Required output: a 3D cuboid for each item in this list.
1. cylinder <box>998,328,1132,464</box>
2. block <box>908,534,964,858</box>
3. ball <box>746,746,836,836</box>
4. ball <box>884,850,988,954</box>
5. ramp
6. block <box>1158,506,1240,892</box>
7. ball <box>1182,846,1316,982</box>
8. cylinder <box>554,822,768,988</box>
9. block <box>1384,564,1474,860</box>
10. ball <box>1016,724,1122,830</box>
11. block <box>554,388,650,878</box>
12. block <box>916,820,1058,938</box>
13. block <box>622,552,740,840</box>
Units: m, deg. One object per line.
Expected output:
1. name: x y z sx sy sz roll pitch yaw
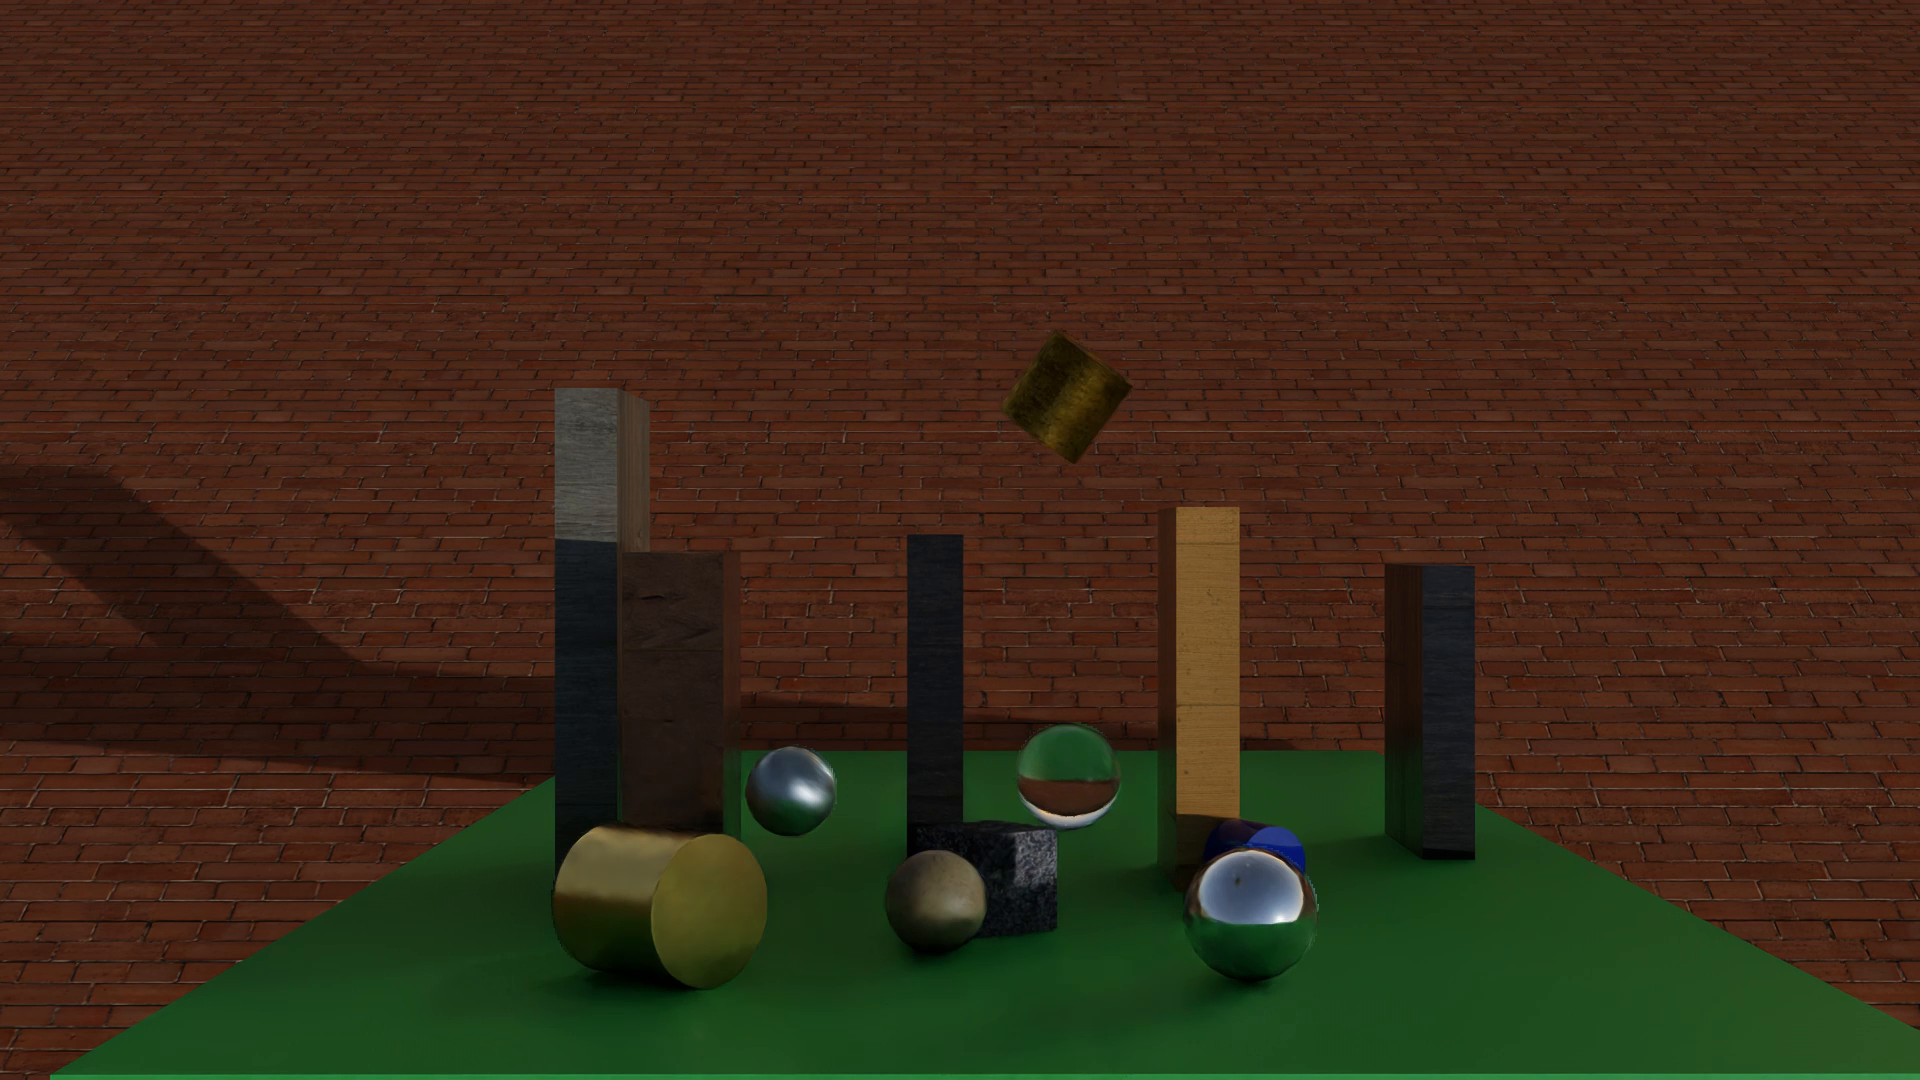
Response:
1. cylinder: 0.120 -0.163 2.929 0.109 0.109 0.109 36 8 -6
2. block: -0.041 0.268 4.471 0.092 0.554 0.427 0 0 0
3. ball: -0.216 0.320 3.293 0.114 0.114 0.114 0 30 0
4. ball: -0.031 0.478 3.426 0.136 0.136 0.136 0 30 0
5. ramp: 0.067 0.594 4.650 2.000 0.100 4.000 0 0 0
6. block: 0.384 0.247 4.190 0.098 0.596 0.371 0 0 0
7. ball: 0.359 0.464 3.206 0.165 0.165 0.165 0 30 0
8. cylinder: -0.372 0.452 3.218 0.189 0.189 0.189 0 23 43
9. block: 0.832 0.294 4.601 0.089 0.500 0.389 0 0 0
10. ball: 0.203 0.445 4.857 0.198 0.198 0.198 0 30 0
11. block: -0.584 0.154 4.250 0.097 0.783 0.429 0 0 0
12. block: 0.038 0.475 3.641 0.141 0.141 0.141 0 0 -39
13. block: -0.412 0.282 3.856 0.145 0.528 0.293 0 0 0
